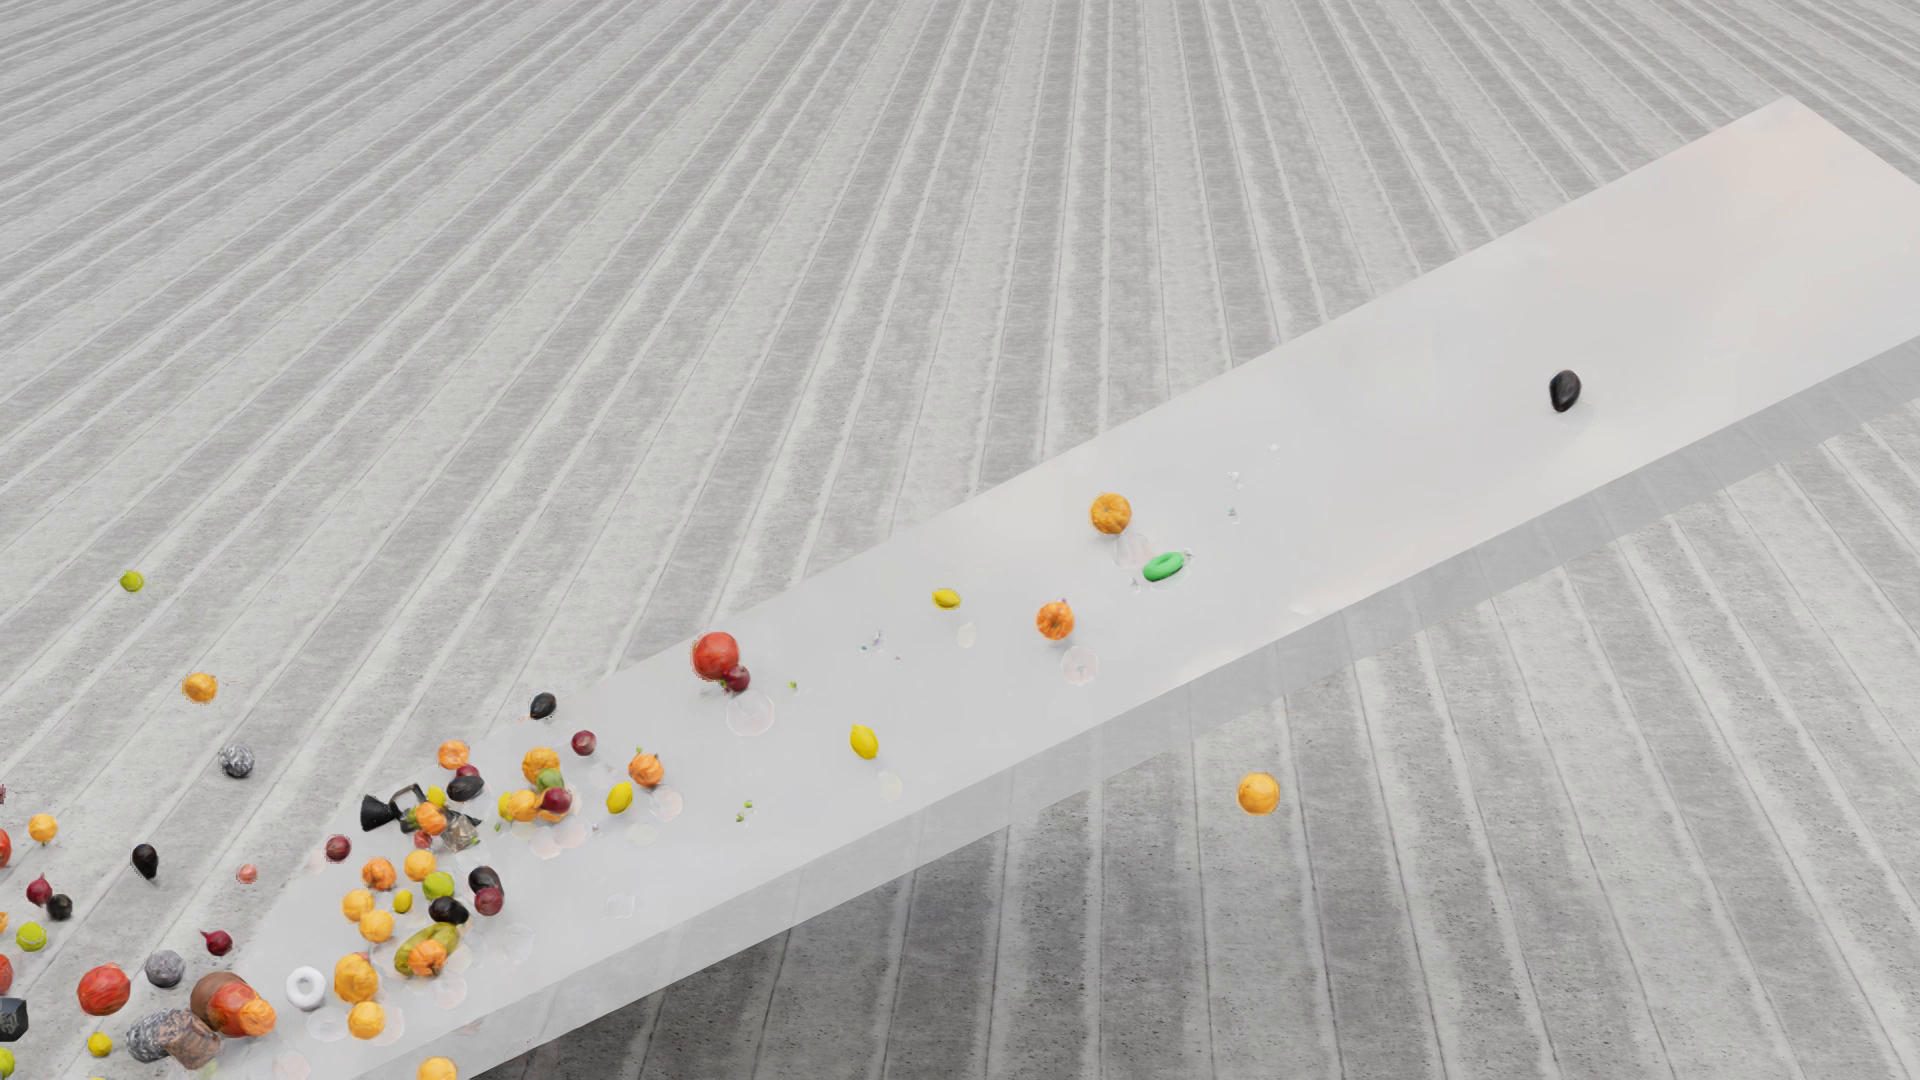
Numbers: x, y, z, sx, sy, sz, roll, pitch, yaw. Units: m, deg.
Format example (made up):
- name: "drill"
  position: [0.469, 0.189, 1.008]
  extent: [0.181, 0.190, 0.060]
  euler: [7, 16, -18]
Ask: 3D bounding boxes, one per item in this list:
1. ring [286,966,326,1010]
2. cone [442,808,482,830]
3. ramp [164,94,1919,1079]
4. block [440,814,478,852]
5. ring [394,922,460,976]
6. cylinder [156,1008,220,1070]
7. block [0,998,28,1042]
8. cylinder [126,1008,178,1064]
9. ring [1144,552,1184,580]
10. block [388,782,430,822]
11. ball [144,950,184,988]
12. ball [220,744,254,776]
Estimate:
- name: "ring"
  position: [-1.356, 0.929, 6.098]
  extent: [0.089, 0.089, 0.030]
  euler: [3, -2, 11]
- name: "cone"
  position: [-1.137, 0.653, 6.766]
  extent: [0.085, 0.085, 0.085]
  euler: [-6, 18, -30]
- name: "ramp"
  position: [0.141, 0.167, 6.281]
  extent: [4.000, 0.100, 2.000]
  euler: [-26, 14, 11]
- name: "block"
  position: [-1.137, 0.666, 6.671]
  extent: [0.054, 0.054, 0.054]
  euler: [-33, 12, 17]
- name: "ring"
  position: [-1.089, 0.834, 6.004]
  extent: [0.148, 0.049, 0.148]
  euler: [-28, 15, 8]
- name: "cylinder"
  position: [-1.581, 1.024, 6.027]
  extent: [0.090, 0.090, 0.090]
  euler: [-23, 35, 17]
- name: "block"
  position: [-2.131, 1.070, 6.563]
  extent: [0.071, 0.071, 0.071]
  euler: [3, 17, 9]
- name: "cylinder"
  position: [-1.721, 1.065, 6.315]
  extent: [0.097, 0.097, 0.097]
  euler: [-23, 2, 35]
- name: "ring"
  position: [0.408, 0.052, 5.899]
  extent: [0.087, 0.029, 0.087]
  euler: [-26, 14, 7]
- name: "block"
  position: [-1.340, 0.641, 7.152]
  extent: [0.064, 0.064, 0.064]
  euler: [-25, 14, 13]
- name: "ball"
  position: [-1.838, 0.990, 6.795]
  extent: [0.087, 0.087, 0.087]
  euler: [0, 17, 0]
- name: "ball"
  position: [-1.976, 0.602, 8.038]
  extent: [0.090, 0.090, 0.090]
  euler: [0, 17, 0]
